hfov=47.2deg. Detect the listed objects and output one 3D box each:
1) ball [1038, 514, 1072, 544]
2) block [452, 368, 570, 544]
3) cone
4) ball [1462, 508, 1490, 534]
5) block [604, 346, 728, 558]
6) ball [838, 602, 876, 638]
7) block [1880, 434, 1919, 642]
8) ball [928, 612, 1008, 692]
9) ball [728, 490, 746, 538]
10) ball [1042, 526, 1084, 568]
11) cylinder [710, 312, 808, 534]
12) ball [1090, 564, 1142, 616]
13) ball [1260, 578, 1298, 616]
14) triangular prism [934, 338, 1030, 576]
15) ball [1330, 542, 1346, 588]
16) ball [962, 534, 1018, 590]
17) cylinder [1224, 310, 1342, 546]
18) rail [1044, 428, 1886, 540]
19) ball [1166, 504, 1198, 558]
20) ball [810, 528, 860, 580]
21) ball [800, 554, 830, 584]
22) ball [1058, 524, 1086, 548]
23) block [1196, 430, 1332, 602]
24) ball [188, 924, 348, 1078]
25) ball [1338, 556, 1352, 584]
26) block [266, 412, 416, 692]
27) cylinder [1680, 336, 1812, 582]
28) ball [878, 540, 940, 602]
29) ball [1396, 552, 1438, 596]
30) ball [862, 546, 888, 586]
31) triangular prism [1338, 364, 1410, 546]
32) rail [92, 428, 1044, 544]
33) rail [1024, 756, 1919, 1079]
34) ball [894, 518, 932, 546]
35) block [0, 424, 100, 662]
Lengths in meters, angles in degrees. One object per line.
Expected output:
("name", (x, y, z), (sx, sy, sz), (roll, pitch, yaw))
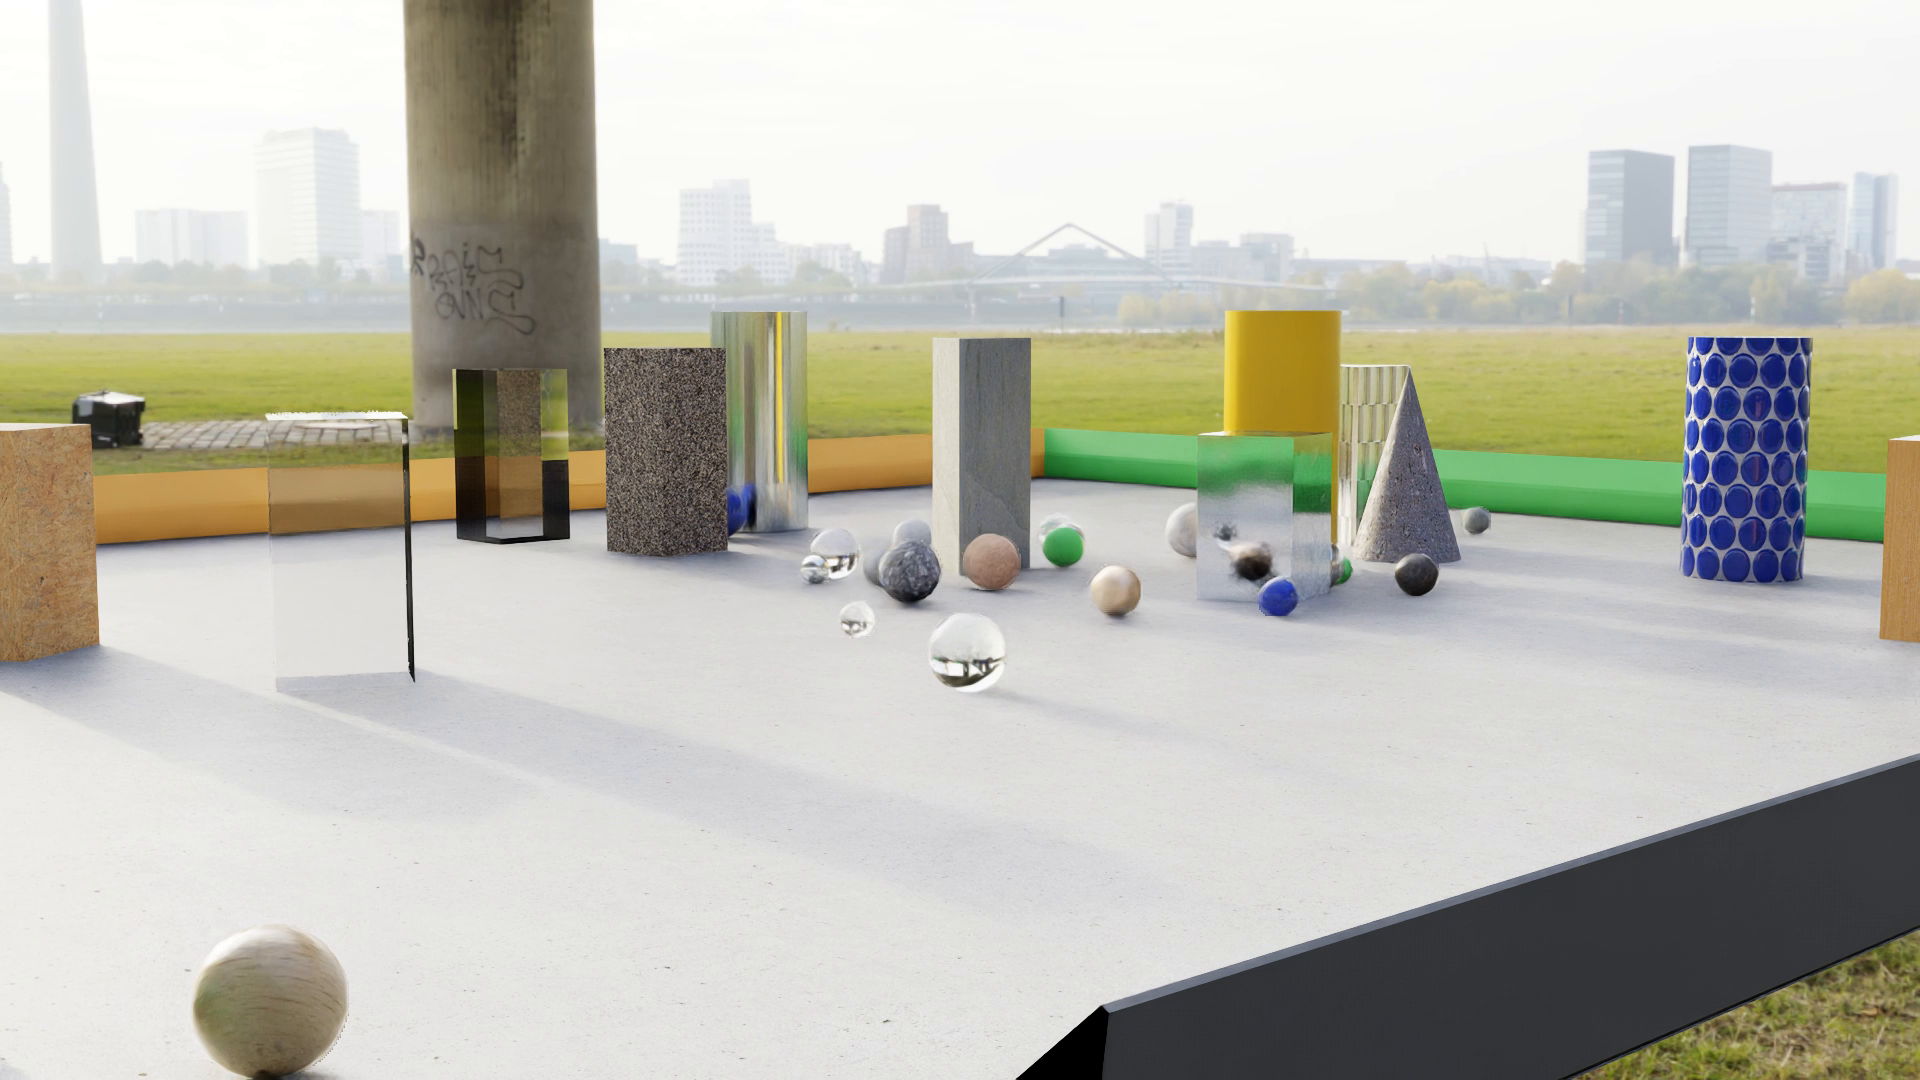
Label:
("ball", (0.180, -0.014, 4.082), (0.069, 0.069, 0.069), (0, 6, 0))
("block", (-0.874, -0.167, 4.283), (0.158, 0.331, 0.158), (-6, 8, -44))
("cone", (0.806, -0.140, 3.959), (0.197, 0.344, 0.197), (0, 6, 0))
("ball", (1.029, -0.039, 4.389), (0.054, 0.054, 0.054), (0, 6, 0))
("block", (-0.544, -0.167, 4.071), (0.158, 0.376, 0.158), (5, 8, 40))
("ball", (-0.141, 0.108, 3.005), (0.049, 0.049, 0.049), (0, 6, 0))
("block", (1.361, -0.002, 2.988), (0.158, 0.271, 0.158), (5, 8, 38))
("ball", (0.009, 0.131, 2.567), (0.094, 0.094, 0.094), (0, 6, 0))
("ball", (-0.467, -0.052, 4.303), (0.097, 0.097, 0.097), (0, 6, 0))
("ball", (0.179, 0.012, 3.822), (0.070, 0.070, 0.070), (0, 6, 0))
("cylinder", (-0.409, -0.243, 4.479), (0.197, 0.442, 0.197), (0, 6, 0))
("ball", (0.228, 0.074, 3.210), (0.075, 0.075, 0.075), (0, 6, 0))
("ball", (0.465, 0.083, 3.206), (0.057, 0.057, 0.057), (0, 6, 0))
("triangular prism", (0.009, -0.149, 3.792), (0.148, 0.398, 0.171), (6, 8, 44))
("ball", (0.576, 0.039, 3.517), (0.080, 0.080, 0.080), (0, 6, 0))
("ball", (0.049, 0.034, 3.518), (0.089, 0.089, 0.089), (0, 6, 0))
("cylinder", (0.550, -0.170, 3.767), (0.197, 0.444, 0.197), (0, 6, 0))
("rail", (1.407, -0.101, 4.623), (0.045, 0.128, 3.529), (-5, 8, -42))
("ball", (0.420, -0.017, 3.974), (0.097, 0.097, 0.097), (0, 6, 0))
("ball", (-0.208, 0.022, 3.654), (0.085, 0.085, 0.085), (0, 6, 0))
("ball", (-0.236, 0.048, 3.583), (0.048, 0.048, 0.048), (0, 6, 0))
("ball", (0.195, 0.002, 3.951), (0.063, 0.063, 0.063), (0, 6, 0))
("block", (0.475, -0.039, 3.430), (0.158, 0.254, 0.158), (4, 7, 31))
("ball", (-0.403, 0.268, 1.281), (0.089, 0.089, 0.089), (0, 6, 0))
("ball", (0.612, 0.047, 3.580), (0.051, 0.051, 0.051), (0, 6, 0))
("block", (-0.750, 0.009, 2.659), (0.158, 0.318, 0.158), (-2, 6, -18))
("cylinder", (1.317, -0.140, 3.687), (0.197, 0.400, 0.197), (0, 6, 0))
("ball", (-0.078, 0.048, 3.361), (0.095, 0.095, 0.095), (0, 6, 0))
("ball", (0.716, 0.053, 3.447), (0.067, 0.067, 0.067), (0, 6, 0))
("ball", (-0.124, 0.043, 3.551), (0.065, 0.065, 0.065), (0, 6, 0))
("triangular prism", (0.757, -0.169, 4.267), (0.171, 0.339, 0.148), (-6, 8, -43))
("rail", (-1.180, -0.100, 4.604), (3.876, 0.128, 0.045), (-5, 8, -42))
("rail", (1.180, 0.166, 2.060), (3.876, 0.128, 0.045), (-5, 8, -42))
("ball", (-0.087, -0.005, 3.998), (0.068, 0.068, 0.068), (0, 6, 0))
("block", (-1.249, -0.001, 2.876), (0.158, 0.294, 0.158), (1, 6, 13))
